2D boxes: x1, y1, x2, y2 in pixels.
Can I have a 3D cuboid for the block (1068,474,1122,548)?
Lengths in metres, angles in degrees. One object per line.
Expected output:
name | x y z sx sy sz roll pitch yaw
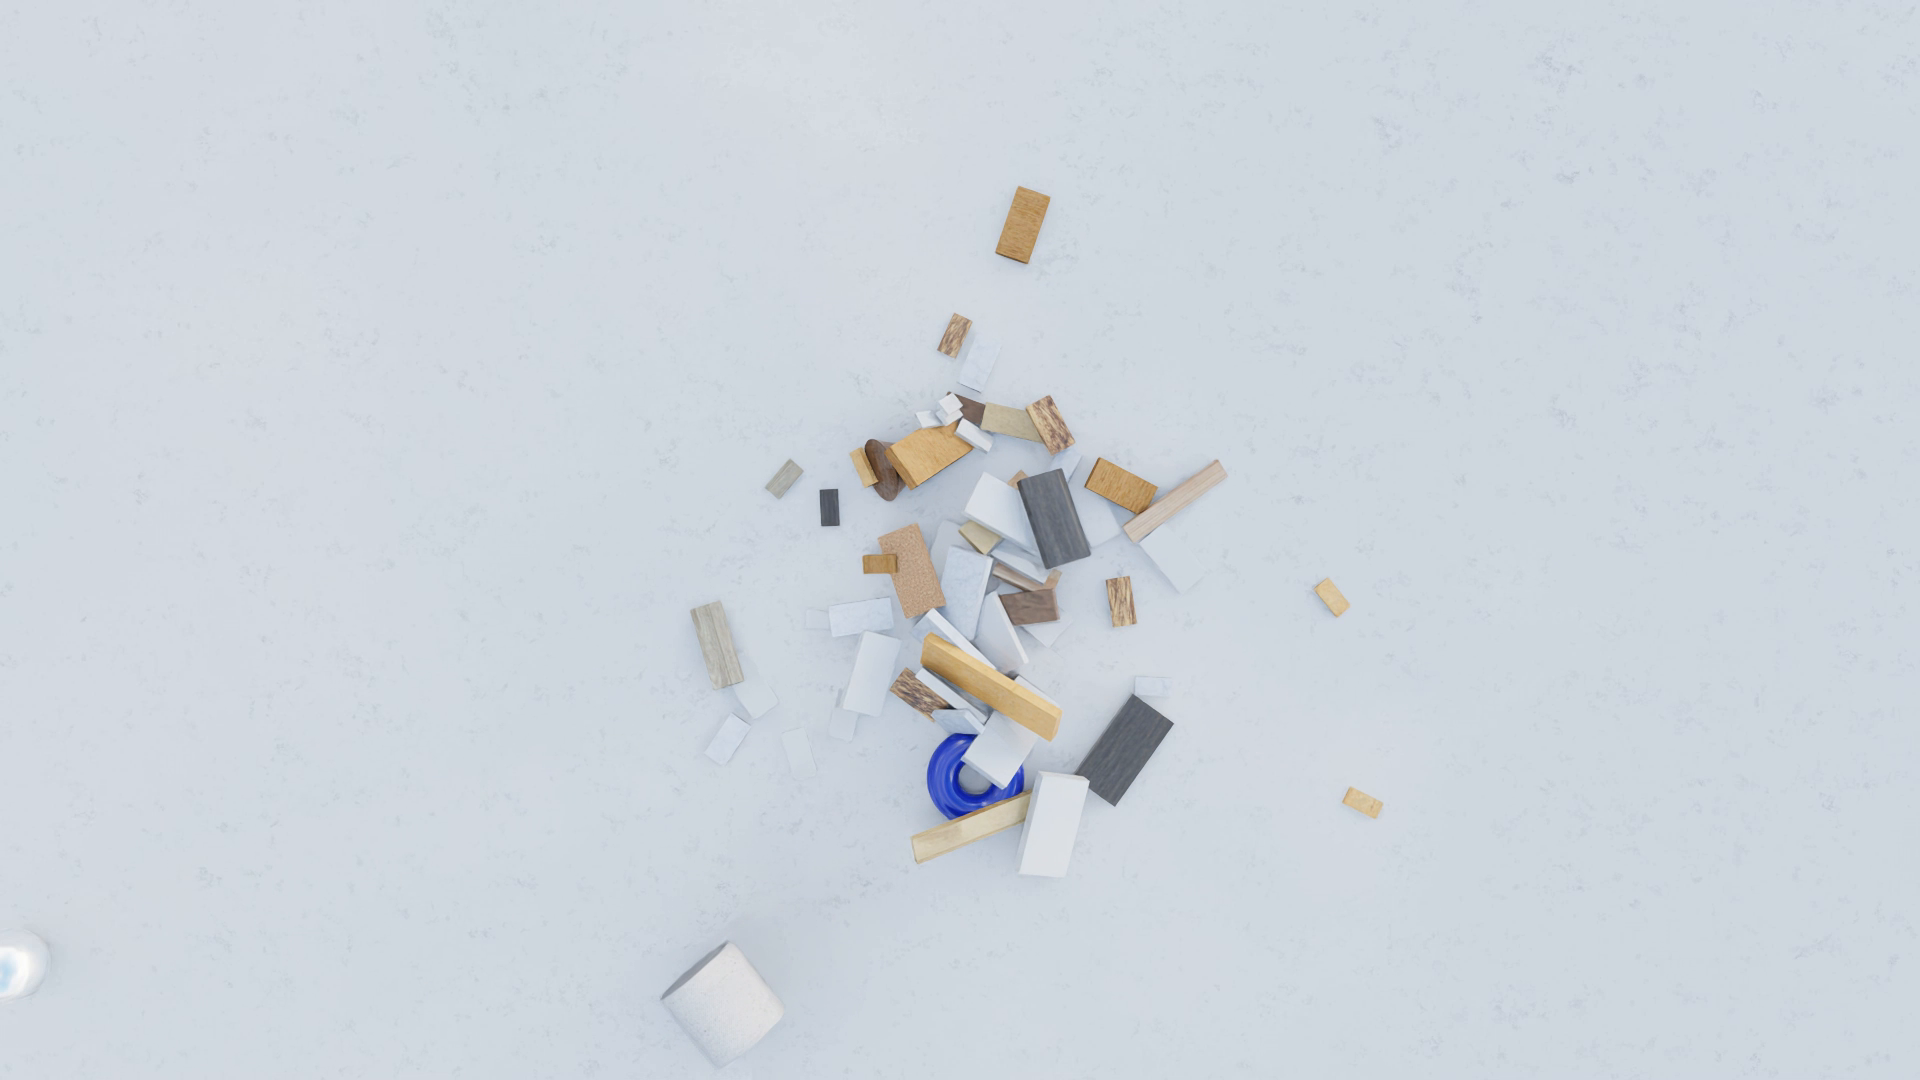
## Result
block | 0.438 -0.098 5.484 0.111 0.031 0.221 -26 90 0

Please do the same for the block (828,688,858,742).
block | -0.381 0.581 5.489 0.081 0.023 0.162 13 90 0

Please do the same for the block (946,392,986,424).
block | 0.012 -0.440 5.490 0.137 0.019 0.068 20 90 0

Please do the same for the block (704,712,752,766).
block | -0.772 0.664 5.489 0.081 0.023 0.162 34 90 0

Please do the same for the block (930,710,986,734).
block | -0.006 0.595 5.400 0.093 0.186 0.026 47 61 -23

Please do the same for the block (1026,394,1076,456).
block | 0.299 -0.379 5.456 0.091 0.026 0.182 -28 88 -7

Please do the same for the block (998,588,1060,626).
block | 0.217 0.222 5.406 0.210 0.030 0.105 -8 94 23

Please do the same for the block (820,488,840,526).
block | -0.434 -0.107 5.491 0.062 0.017 0.123 -3 90 0

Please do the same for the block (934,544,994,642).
block | 0.005 0.174 5.412 0.143 0.041 0.286 20 106 24

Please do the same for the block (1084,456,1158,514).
block | 0.533 -0.176 5.460 0.221 0.031 0.111 26 90 -13

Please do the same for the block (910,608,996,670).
block | -0.026 0.362 5.431 0.286 0.143 0.041 44 53 0

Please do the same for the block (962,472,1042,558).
block | 0.172 -0.082 5.401 0.303 0.043 0.152 29 73 -9

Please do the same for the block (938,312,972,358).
block | -0.017 -0.680 5.490 0.068 0.019 0.137 25 90 0

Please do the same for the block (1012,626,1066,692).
block | 0.212 0.379 5.482 0.256 0.036 0.128 35 90 0

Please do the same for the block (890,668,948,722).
block | -0.134 0.515 5.487 0.186 0.026 0.093 37 90 0

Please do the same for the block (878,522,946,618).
block | -0.159 0.102 5.442 0.143 0.041 0.286 -21 87 29

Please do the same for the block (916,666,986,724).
block | -0.029 0.511 5.433 0.266 0.133 0.038 37 90 0

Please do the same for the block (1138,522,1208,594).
block | 0.707 0.059 5.484 0.111 0.031 0.221 -40 90 0

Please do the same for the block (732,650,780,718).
block | -0.700 0.482 5.485 0.104 0.029 0.207 -35 90 0

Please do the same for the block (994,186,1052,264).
block | 0.209 -1.047 5.484 0.116 0.033 0.232 19 90 0

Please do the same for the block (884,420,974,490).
block | -0.097 -0.294 5.384 0.303 0.043 0.152 -35 90 -41

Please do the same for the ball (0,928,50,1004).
ball | -3.105 1.390 5.378 0.244 0.244 0.244 0 90 0

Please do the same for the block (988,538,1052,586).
block | 0.207 0.056 5.434 0.210 0.030 0.105 29 68 6

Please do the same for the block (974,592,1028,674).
block | 0.113 0.313 5.421 0.128 0.036 0.257 -28 84 26

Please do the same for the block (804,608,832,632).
block | -0.451 0.268 5.491 0.123 0.017 0.062 10 90 0

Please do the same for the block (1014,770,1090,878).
block | 0.301 0.936 5.421 0.170 0.048 0.339 10 99 -22

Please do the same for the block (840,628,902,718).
block | -0.295 0.440 5.458 0.133 0.038 0.266 16 90 -22

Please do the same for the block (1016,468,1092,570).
block | 0.307 -0.070 5.391 0.152 0.043 0.303 -16 84 -18

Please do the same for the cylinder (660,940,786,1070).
cylinder | -0.766 1.505 5.356 0.289 0.289 0.289 -39 90 0

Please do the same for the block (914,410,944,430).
block | -0.093 -0.397 5.401 0.111 0.016 0.055 -13 68 -36

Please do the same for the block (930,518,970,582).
block | -0.042 0.059 5.484 0.116 0.033 0.232 20 90 0

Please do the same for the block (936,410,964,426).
block | -0.035 -0.414 5.430 0.016 0.111 0.055 -38 90 33

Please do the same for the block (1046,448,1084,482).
block | 0.335 -0.230 5.471 0.081 0.023 0.161 28 86 20

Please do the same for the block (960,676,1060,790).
block | 0.166 0.630 5.407 0.170 0.048 0.339 36 65 0

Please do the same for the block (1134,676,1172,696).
block | 0.643 0.487 5.491 0.122 0.017 0.061 3 90 0

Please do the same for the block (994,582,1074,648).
block | 0.237 0.227 5.462 0.257 0.036 0.128 41 90 9

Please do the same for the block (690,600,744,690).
block | -0.805 0.349 5.465 0.103 0.029 0.279 -18 82 2

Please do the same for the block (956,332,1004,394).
block | 0.066 -0.591 5.487 0.091 0.026 0.182 23 90 0

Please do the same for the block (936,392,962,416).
block | -0.036 -0.445 5.430 0.016 0.111 0.055 -38 90 33

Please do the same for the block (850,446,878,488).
block | -0.320 -0.240 5.469 0.018 0.064 0.128 -24 90 -35

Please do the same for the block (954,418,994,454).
block | 0.048 -0.344 5.462 0.128 0.018 0.064 32 52 -10

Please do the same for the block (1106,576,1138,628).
block | 0.537 0.205 5.489 0.081 0.023 0.161 -9 90 0

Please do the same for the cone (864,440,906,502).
cone | -0.170 -0.263 5.452 0.215 0.215 0.215 -21 90 -27

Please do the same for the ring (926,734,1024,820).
ring | 0.051 0.786 5.447 0.326 0.109 0.326 0 89 1

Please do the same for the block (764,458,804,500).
block | -0.585 -0.203 5.491 0.064 0.018 0.128 41 90 0

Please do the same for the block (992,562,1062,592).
block | 0.220 0.113 5.444 0.210 0.030 0.105 24 68 4

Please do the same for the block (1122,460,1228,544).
block | 0.713 -0.129 5.471 0.390 0.019 0.068 -35 103 -4

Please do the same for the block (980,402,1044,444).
block | 0.198 -0.386 5.477 0.250 0.026 0.091 13 90 -5

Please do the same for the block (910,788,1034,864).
block | 0.109 0.910 5.380 0.574 0.026 0.093 -19 113 -19

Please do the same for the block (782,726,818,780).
block | -0.534 0.710 5.489 0.081 0.023 0.162 -16 90 0

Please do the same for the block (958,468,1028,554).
block | 0.138 -0.090 5.437 0.116 0.033 0.301 45 71 0

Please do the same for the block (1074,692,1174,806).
block | 0.541 0.696 5.476 0.170 0.048 0.339 35 90 0

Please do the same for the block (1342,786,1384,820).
block | 1.342 0.875 5.491 0.122 0.017 0.061 27 90 0

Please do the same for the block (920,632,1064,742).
block | 0.098 0.476 5.362 0.514 0.133 0.038 30 51 18

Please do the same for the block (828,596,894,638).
block | -0.329 0.255 5.474 0.207 0.029 0.104 -8 92 -6

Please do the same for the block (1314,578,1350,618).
block | 1.240 0.191 5.491 0.061 0.017 0.122 -39 90 0

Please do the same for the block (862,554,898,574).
block | -0.265 0.080 5.461 0.123 0.017 0.062 -2 95 28
